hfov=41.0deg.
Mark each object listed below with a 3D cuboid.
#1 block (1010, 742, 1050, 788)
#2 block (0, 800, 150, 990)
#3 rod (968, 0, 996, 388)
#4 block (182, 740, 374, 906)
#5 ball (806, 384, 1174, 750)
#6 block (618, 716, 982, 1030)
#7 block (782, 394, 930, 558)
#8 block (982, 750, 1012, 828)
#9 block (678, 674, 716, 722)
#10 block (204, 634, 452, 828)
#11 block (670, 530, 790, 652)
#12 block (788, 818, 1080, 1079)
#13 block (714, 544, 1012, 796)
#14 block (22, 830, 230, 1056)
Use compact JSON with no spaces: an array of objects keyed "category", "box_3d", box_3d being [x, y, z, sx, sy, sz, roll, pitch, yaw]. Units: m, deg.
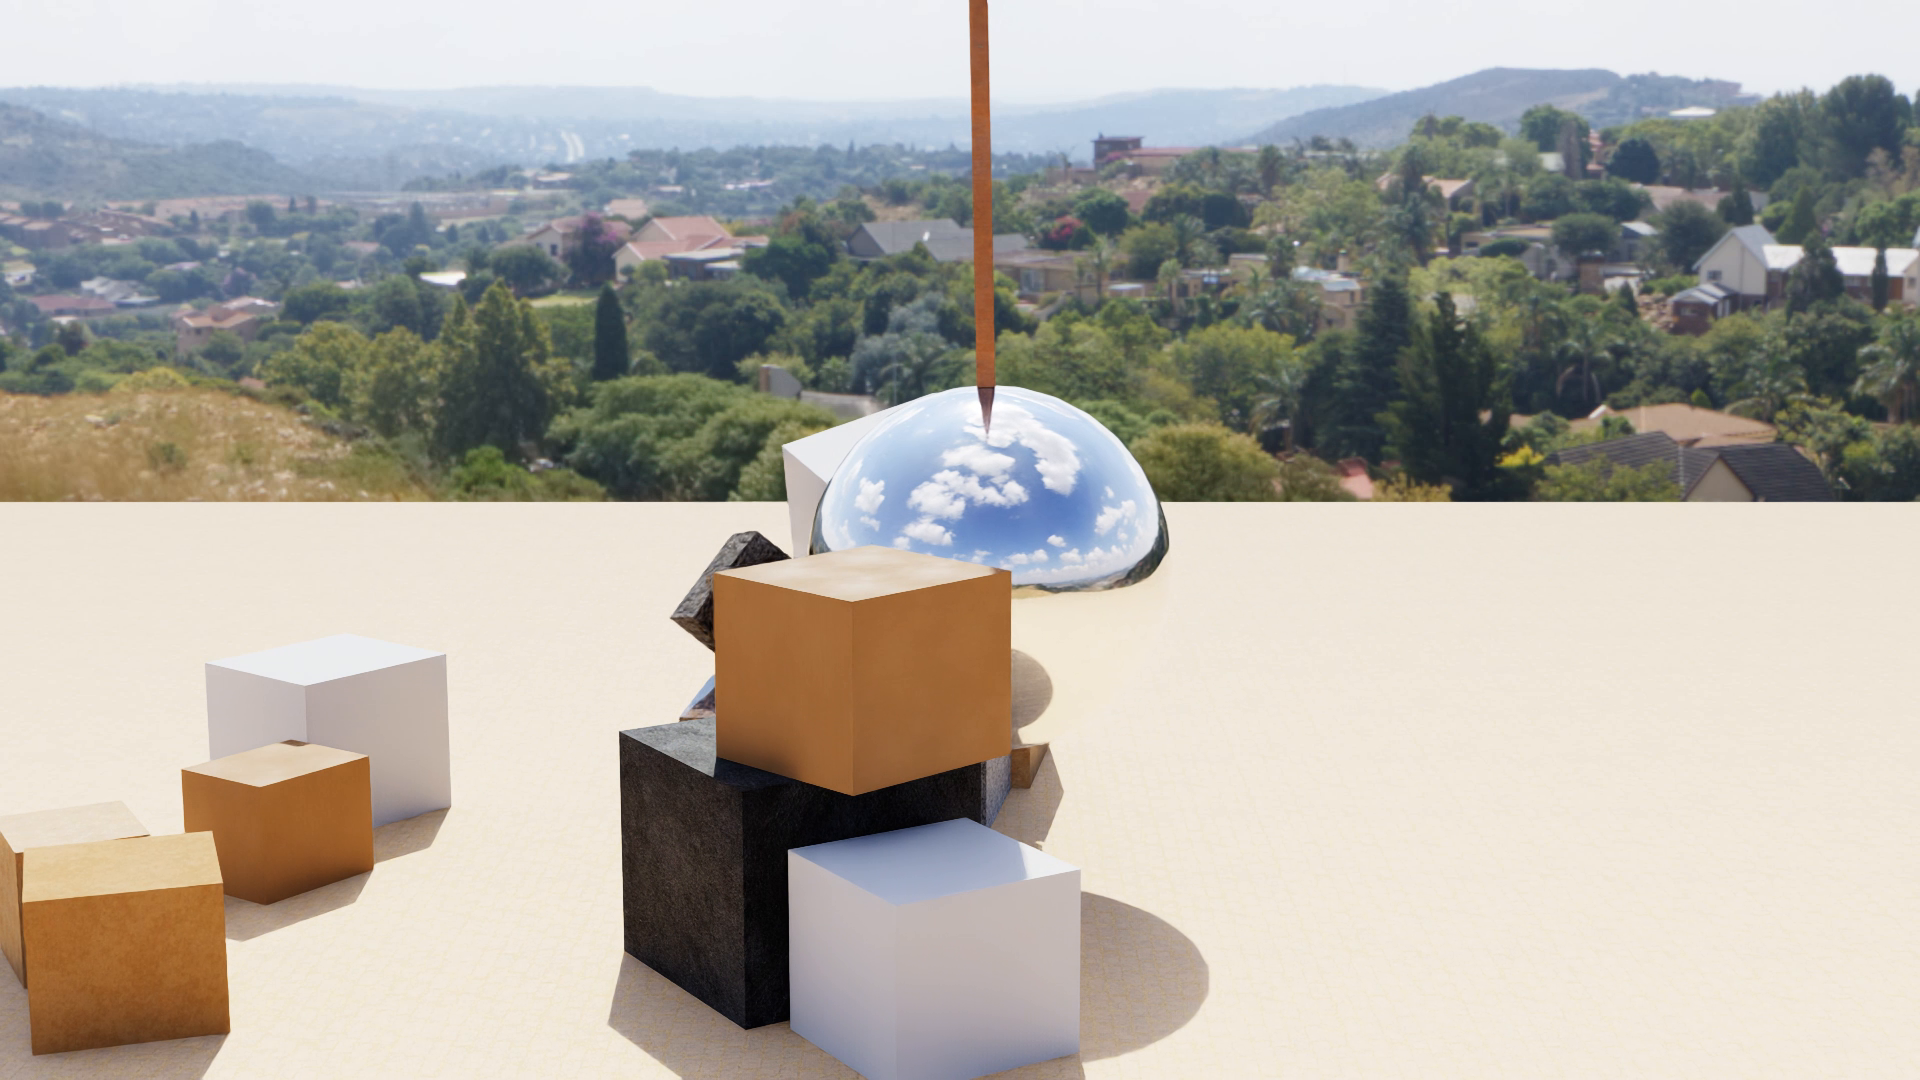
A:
[{"category":"block","box_3d":[-0.011,0.660,13.147,0.852,0.997,0.845,2,10,8]},{"category":"block","box_3d":[-3.547,1.409,10.275,0.509,0.551,0.550,-6,12,-29]},{"category":"rod","box_3d":[0.056,-3.221,10.595,0.080,5.200,0.080,-1,10,0]},{"category":"block","box_3d":[-3.004,1.234,11.313,0.511,0.524,0.616,7,12,34]},{"category":"ball","box_3d":[0.130,0.123,11.203,1.600,1.600,1.600,0,10,0]},{"category":"block","box_3d":[-0.640,1.242,10.170,1.045,0.917,1.046,-7,12,-32]},{"category":"block","box_3d":[-0.261,-0.084,12.434,0.858,0.801,0.792,-21,36,-25]},{"category":"block","box_3d":[-0.277,0.917,12.371,0.943,0.770,0.828,2,10,9]},{"category":"block","box_3d":[-0.812,1.077,11.492,0.734,0.770,0.801,1,10,5]},{"category":"block","box_3d":[-3.021,0.936,12.300,0.751,0.757,0.832,8,13,38]},{"category":"block","box_3d":[-0.965,0.293,11.764,0.436,0.491,0.427,39,-14,-15]},{"category":"block","box_3d":[-0.099,1.500,9.376,0.774,0.694,0.768,-6,12,-32]},{"category":"block","box_3d":[-0.370,0.475,9.814,0.775,0.720,0.827,10,14,44]},{"category":"block","box_3d":[-3.145,1.504,9.673,0.693,0.579,0.694,-4,11,-19]}]
